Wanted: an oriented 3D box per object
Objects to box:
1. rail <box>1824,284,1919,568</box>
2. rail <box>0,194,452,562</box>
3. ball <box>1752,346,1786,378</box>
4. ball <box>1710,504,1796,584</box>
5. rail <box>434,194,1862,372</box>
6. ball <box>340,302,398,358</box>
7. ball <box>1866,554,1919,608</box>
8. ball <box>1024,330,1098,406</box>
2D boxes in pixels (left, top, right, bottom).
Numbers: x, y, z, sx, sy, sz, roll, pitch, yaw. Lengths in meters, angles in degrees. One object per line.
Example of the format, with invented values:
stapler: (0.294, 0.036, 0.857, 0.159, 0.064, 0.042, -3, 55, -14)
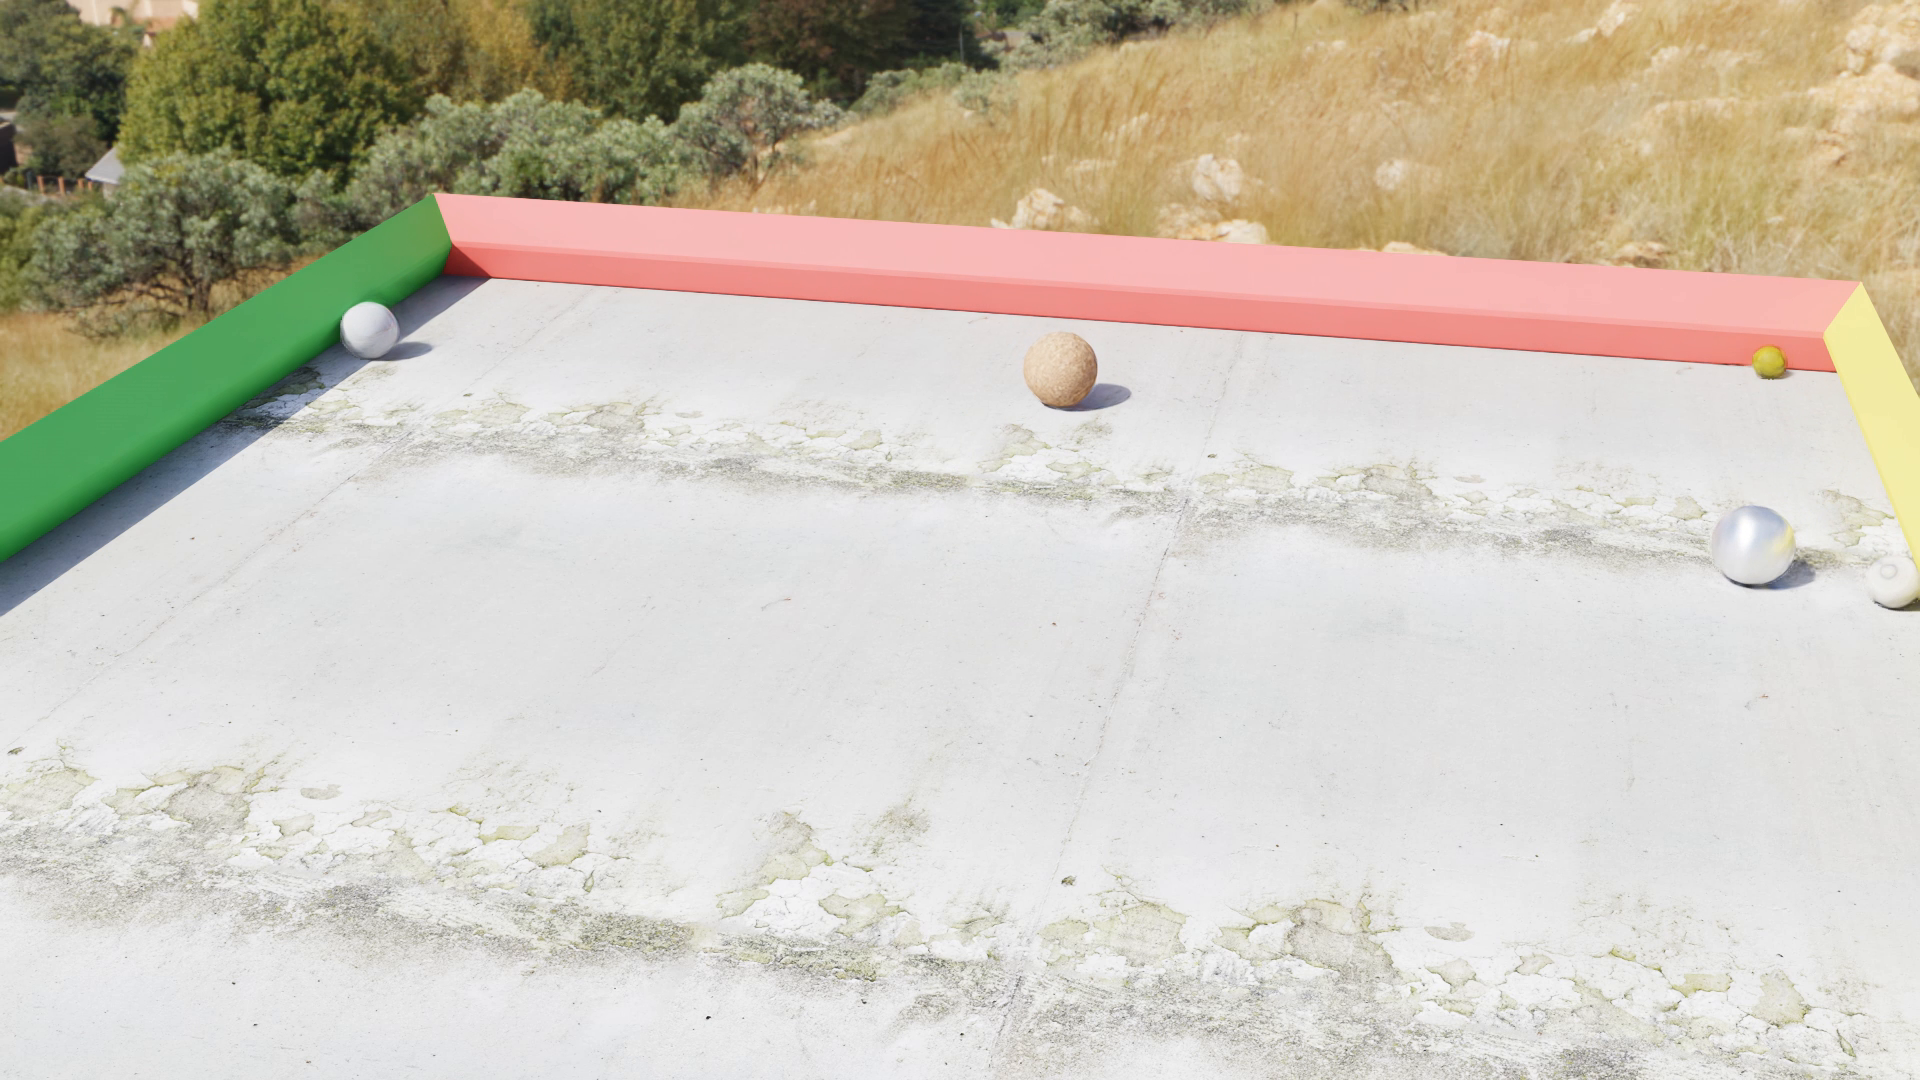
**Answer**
rail: (0.794, 0.421, 1.387, 0.045, 0.128, 3.642, 5, 24, 12)
rail: (-1.201, 0.237, 1.805, 0.045, 0.128, 3.642, 5, 24, 12)
ball: (1.106, -0.243, 3.007, 0.043, 0.043, 0.043, 0, 24, 0)
ball: (0.861, 0.005, 2.387, 0.087, 0.087, 0.087, 0, 24, 0)
rail: (0.198, -0.376, 3.200, 2.094, 0.128, 0.045, 5, 24, 12)
ball: (-0.826, -0.294, 3.078, 0.079, 0.079, 0.079, 0, 24, 0)
ball: (0.994, 0.044, 2.338, 0.056, 0.056, 0.056, 0, 24, 0)
ball: (0.133, -0.227, 2.900, 0.099, 0.099, 0.099, 0, 24, 0)
